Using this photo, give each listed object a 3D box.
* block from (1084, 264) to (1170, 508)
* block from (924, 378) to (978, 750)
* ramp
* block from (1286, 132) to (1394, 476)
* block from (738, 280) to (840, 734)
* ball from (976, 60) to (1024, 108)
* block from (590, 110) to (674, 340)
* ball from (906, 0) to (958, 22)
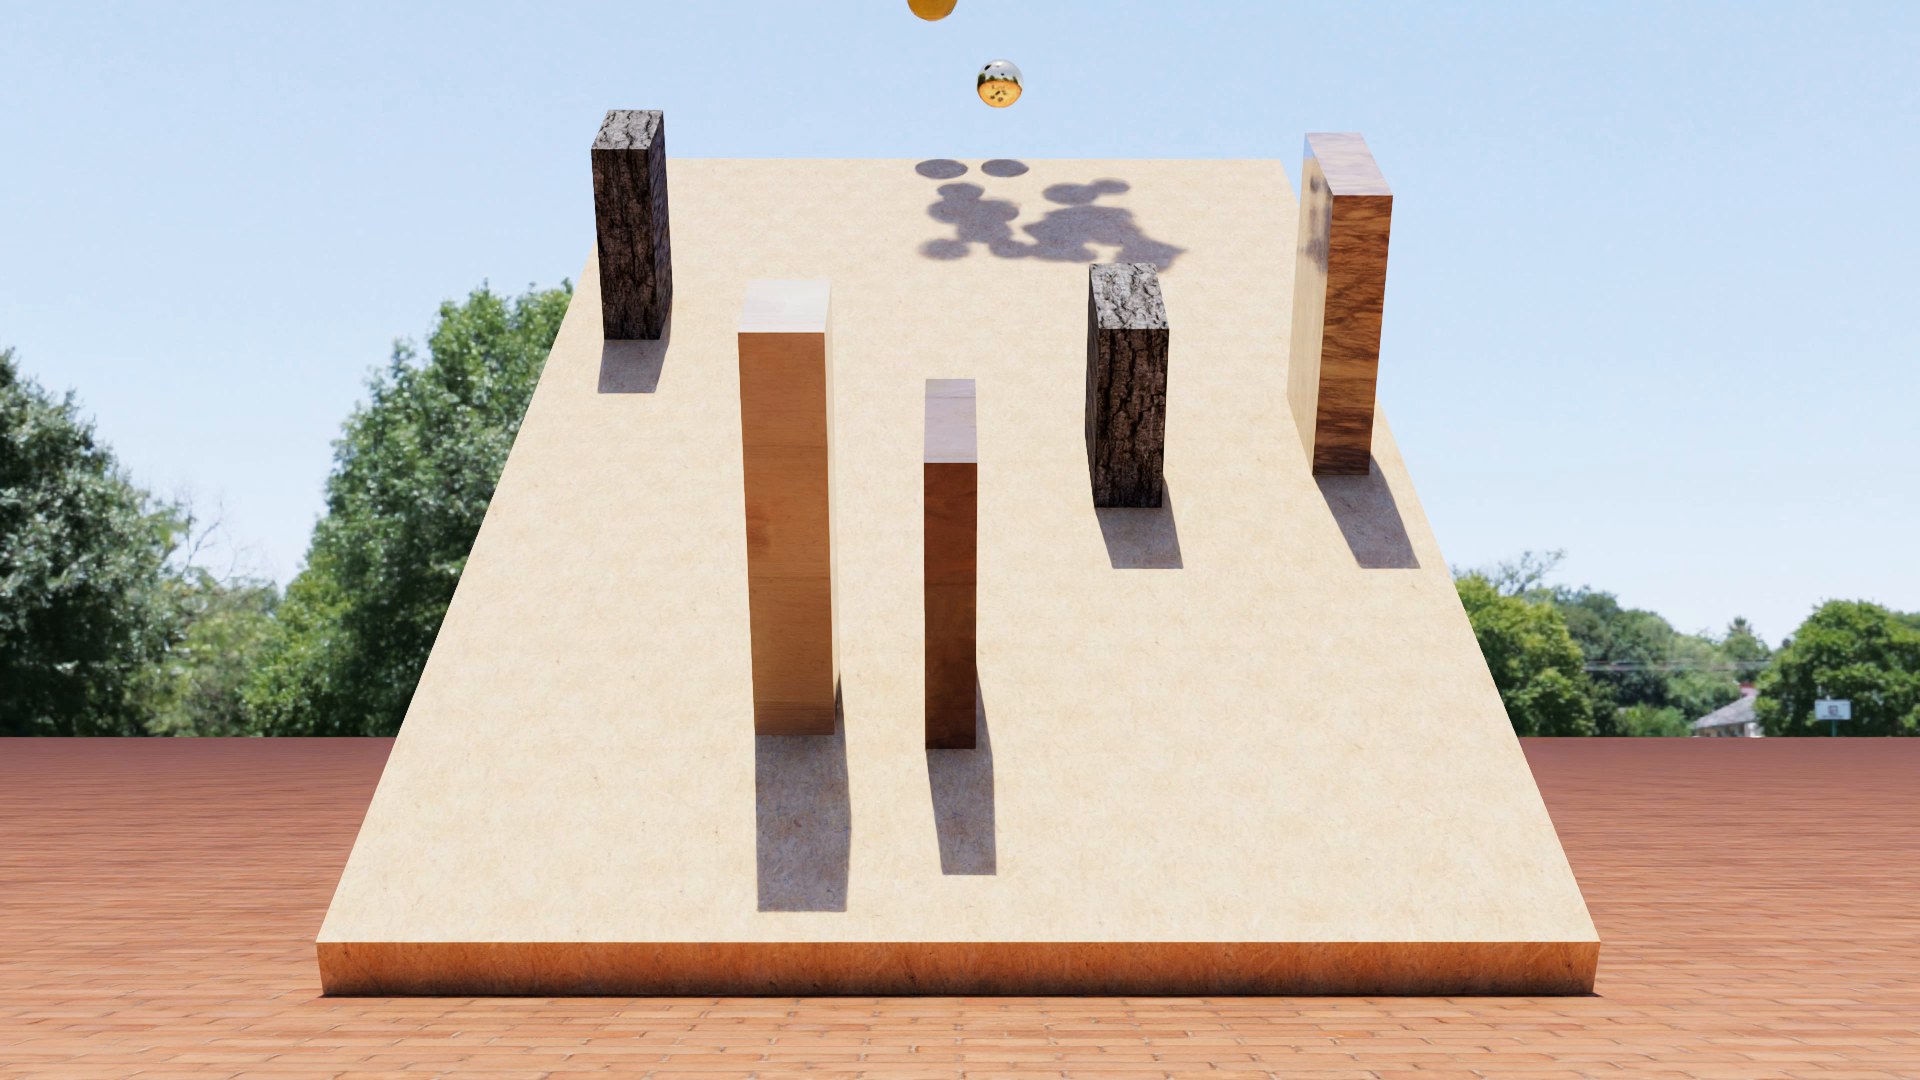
[{"bbox_3d":[0.359,-0.341,5.151,0.145,0.411,0.393,0,27,0],"label":"block"},{"bbox_3d":[-0.017,0.040,4.227,0.090,0.558,0.361,0,27,0],"label":"block"},{"bbox_3d":[-0.010,-0.227,5.492,2.000,0.100,4.000,0,27,0],"label":"ramp"},{"bbox_3d":[0.838,-0.530,5.271,0.125,0.644,0.443,0,27,0],"label":"block"},{"bbox_3d":[-0.295,-0.052,4.169,0.143,0.772,0.246,0,27,0],"label":"block"},{"bbox_3d":[0.121,-1.390,7.206,0.148,0.148,0.148,0,-5,0],"label":"ball"},{"bbox_3d":[-0.822,-0.796,5.960,0.139,0.493,0.332,0,27,0],"label":"block"},{"bbox_3d":[-0.086,-1.672,7.240,0.164,0.164,0.164,0,-5,0],"label":"ball"}]
